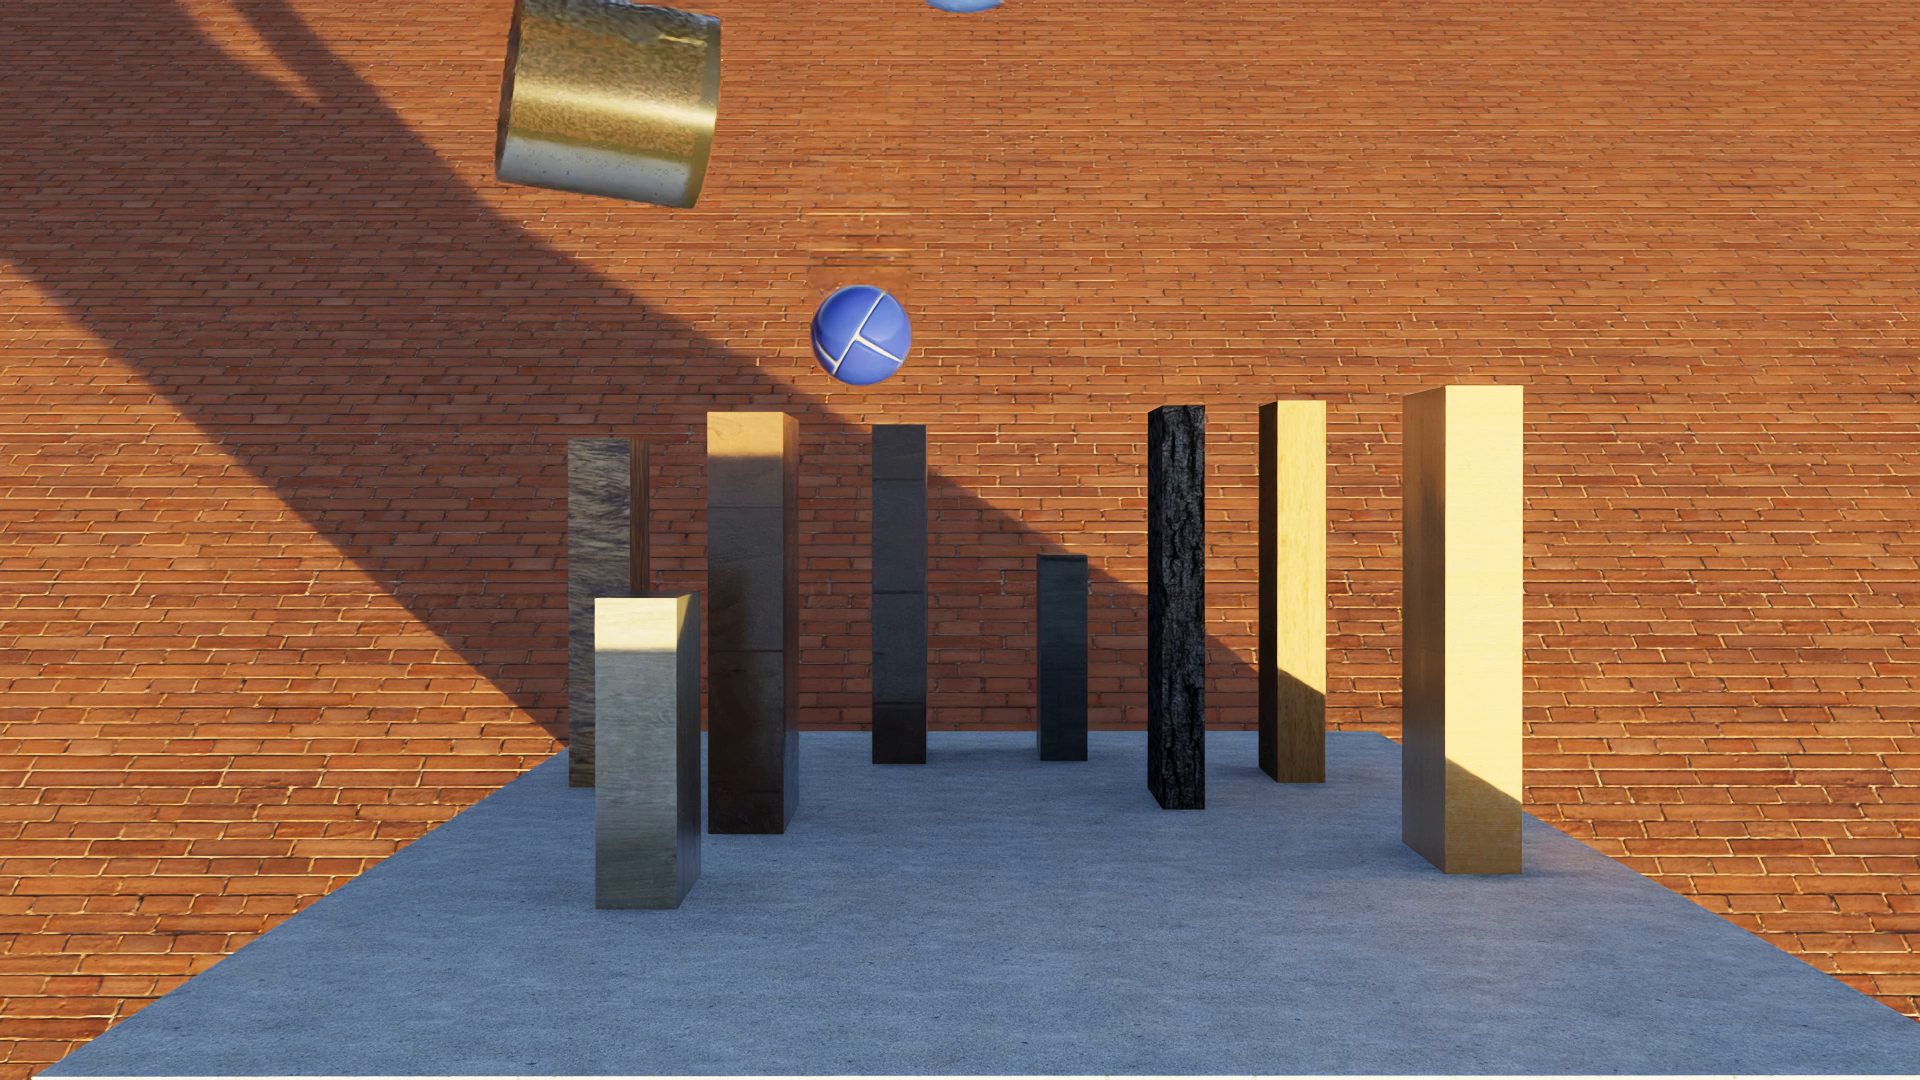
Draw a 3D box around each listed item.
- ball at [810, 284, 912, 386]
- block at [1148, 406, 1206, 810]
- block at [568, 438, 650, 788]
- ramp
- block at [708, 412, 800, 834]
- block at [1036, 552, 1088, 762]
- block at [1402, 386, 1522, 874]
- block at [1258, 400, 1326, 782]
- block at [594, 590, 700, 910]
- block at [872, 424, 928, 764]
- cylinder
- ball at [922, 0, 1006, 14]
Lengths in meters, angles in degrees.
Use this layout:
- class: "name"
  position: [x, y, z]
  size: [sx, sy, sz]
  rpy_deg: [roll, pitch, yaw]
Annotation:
- class: "ball"
  position: [-0.103, -0.213, 2.682]
  size: [0.105, 0.105, 0.105]
  rpy_deg: [0, 28, 0]
- class: "block"
  position: [0.424, 0.125, 5.084]
  size: [0.080, 0.766, 0.384]
  rpy_deg: [0, 1, 0]
- class: "block"
  position: [-0.738, 0.146, 5.451]
  size: [0.126, 0.715, 0.337]
  rpy_deg: [0, 1, 0]
- class: "ramp"
  position: [0.063, 0.565, 4.604]
  size: [2.000, 0.100, 4.000]
  rpy_deg: [0, 1, 0]
- class: "block"
  position: [-0.376, 0.143, 4.750]
  size: [0.132, 0.740, 0.449]
  rpy_deg: [0, 1, 0]
- class: "block"
  position: [0.235, 0.264, 5.974]
  size: [0.106, 0.465, 0.295]
  rpy_deg: [0, 1, 0]
- class: "block"
  position: [0.817, 0.138, 4.224]
  size: [0.120, 0.762, 0.391]
  rpy_deg: [0, 1, 0]
- class: "block"
  position: [0.709, 0.106, 5.529]
  size: [0.099, 0.793, 0.337]
  rpy_deg: [0, 1, 0]
- class: "block"
  position: [-0.462, 0.303, 3.854]
  size: [0.116, 0.444, 0.344]
  rpy_deg: [0, 1, 0]
- class: "block"
  position: [-0.136, 0.119, 5.942]
  size: [0.120, 0.756, 0.357]
  rpy_deg: [0, 1, 0]
- class: "cylinder"
  position: [-0.312, -0.389, 2.276]
  size: [0.172, 0.172, 0.172]
  rpy_deg: [7, 26, -15]
- class: "ball"
  position: [0.004, -0.594, 2.550]
  size: [0.148, 0.148, 0.148]
  rpy_deg: [0, 28, 0]
